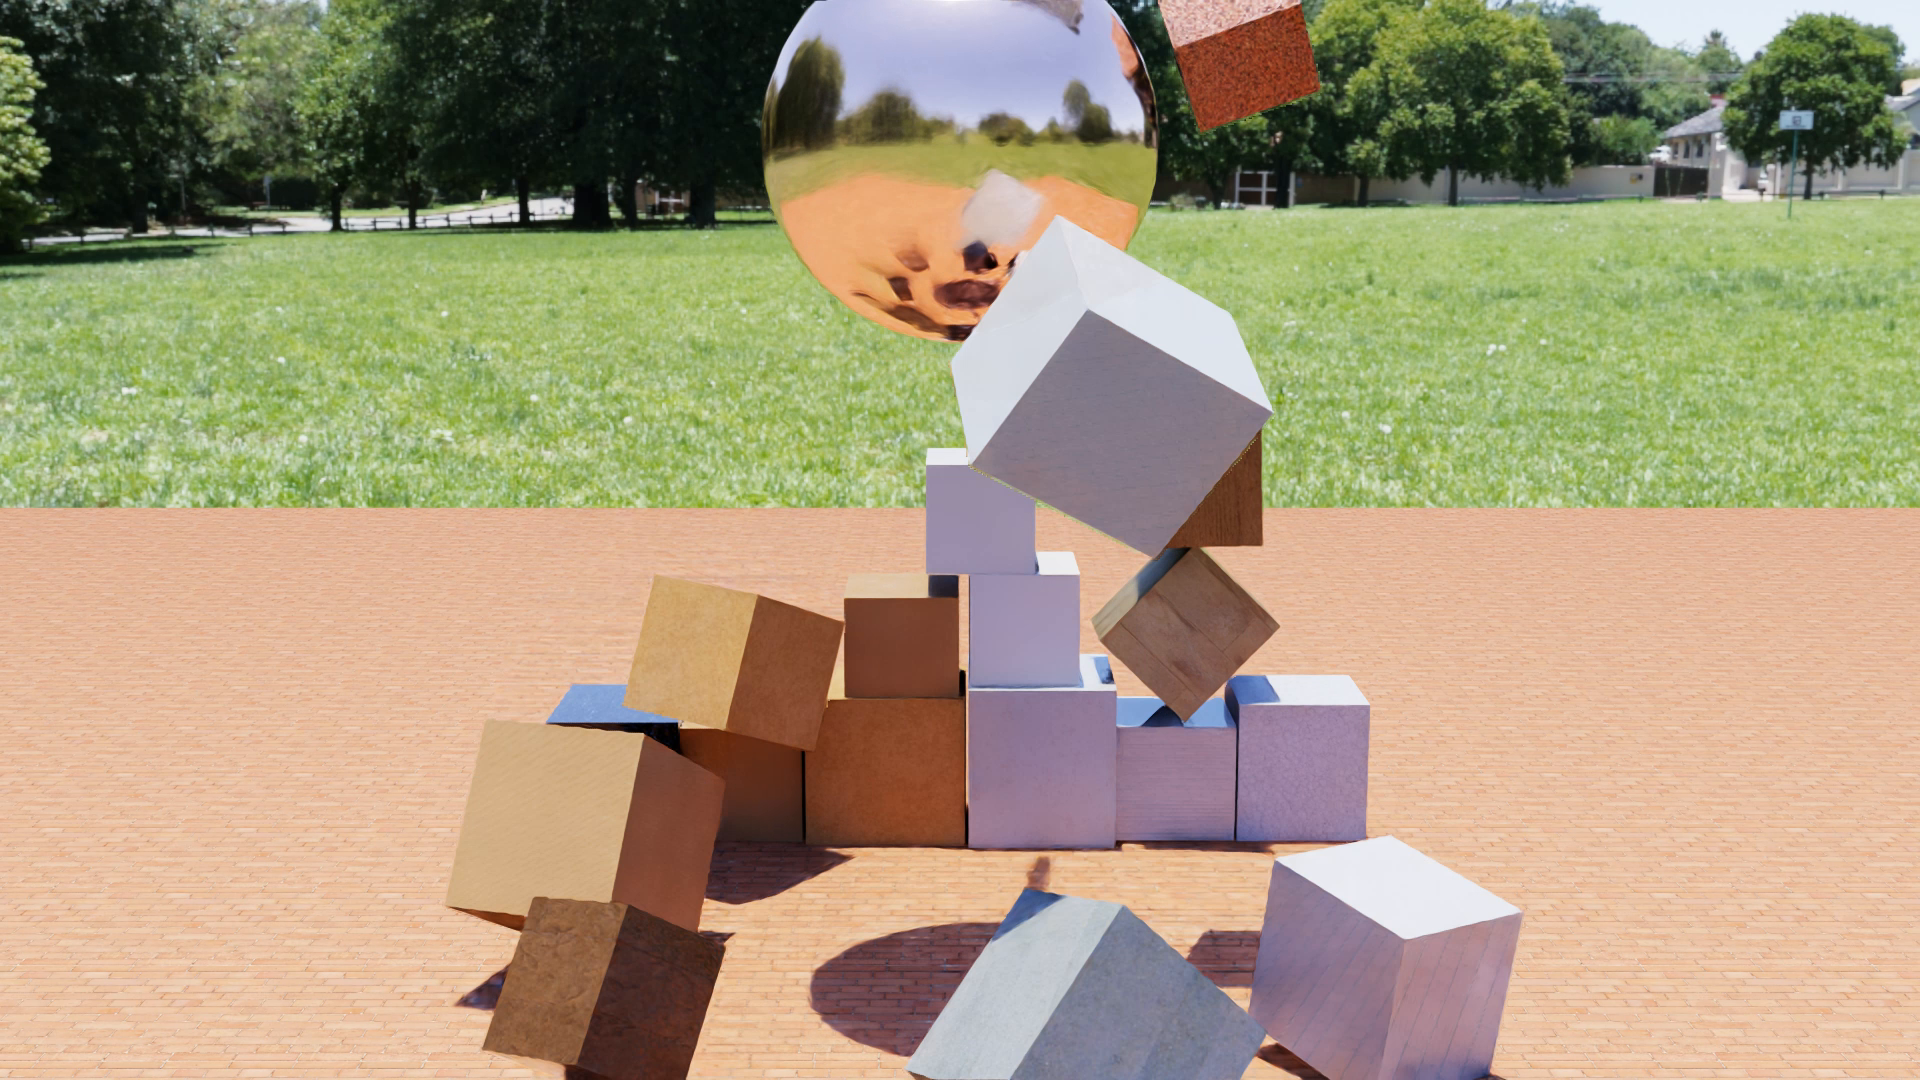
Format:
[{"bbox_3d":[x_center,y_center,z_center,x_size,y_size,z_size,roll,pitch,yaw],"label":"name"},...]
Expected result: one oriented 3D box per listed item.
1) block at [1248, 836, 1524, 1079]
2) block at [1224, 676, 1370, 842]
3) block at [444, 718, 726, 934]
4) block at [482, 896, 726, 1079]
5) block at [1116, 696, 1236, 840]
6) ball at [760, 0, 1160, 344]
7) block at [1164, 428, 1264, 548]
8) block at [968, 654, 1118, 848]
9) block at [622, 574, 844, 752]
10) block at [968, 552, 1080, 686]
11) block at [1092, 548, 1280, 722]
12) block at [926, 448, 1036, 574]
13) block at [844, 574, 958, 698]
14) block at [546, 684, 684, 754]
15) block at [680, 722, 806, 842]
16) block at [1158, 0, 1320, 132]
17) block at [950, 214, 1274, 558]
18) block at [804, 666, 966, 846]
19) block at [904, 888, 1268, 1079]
[{"bbox_3d":[1.605,1.624,8.366,0.617,0.690,0.702,-5,20,-34],"label":"block"},{"bbox_3d":[1.730,1.123,11.397,0.656,0.714,0.621,0,10,0],"label":"block"},{"bbox_3d":[-1.574,1.284,9.385,0.737,0.790,0.880,3,-18,19],"label":"block"},{"bbox_3d":[-1.290,1.664,7.991,0.575,0.577,0.482,-5,-29,44],"label":"block"},{"bbox_3d":[1.088,1.178,11.405,0.603,0.594,0.630,0,10,0],"label":"block"},{"bbox_3d":[0.000,-1.593,8.823,1.600,1.600,1.600,0,10,0],"label":"ball"},{"bbox_3d":[1.190,-0.308,11.090,0.629,0.601,0.613,-1,9,5],"label":"block"},{"bbox_3d":[0.411,1.077,11.363,0.736,0.815,0.785,0,10,0],"label":"block"},{"bbox_3d":[-1.087,0.597,10.625,0.641,0.646,0.713,9,-7,34],"label":"block"},{"bbox_3d":[0.321,0.397,11.238,0.545,0.568,0.607,0,10,-1],"label":"block"},{"bbox_3d":[1.149,0.426,11.304,0.606,0.684,0.576,44,6,-7],"label":"block"},{"bbox_3d":[0.103,-0.153,11.143,0.541,0.548,0.589,0,10,0],"label":"block"},{"bbox_3d":[-0.292,0.481,11.263,0.573,0.509,0.623,0,10,0],"label":"block"},{"bbox_3d":[-1.736,1.156,11.402,0.658,0.645,0.791,0,10,0],"label":"block"},{"bbox_3d":[-1.100,1.183,11.408,0.610,0.592,0.624,0,10,0],"label":"block"},{"bbox_3d":[1.138,-2.100,9.094,0.527,0.438,0.536,-18,-33,9],"label":"block"},{"bbox_3d":[0.497,-0.523,7.487,0.756,0.666,0.689,26,27,-22],"label":"block"},{"bbox_3d":[-0.373,1.104,11.376,0.802,0.757,0.697,0,10,0],"label":"block"},{"bbox_3d":[0.407,1.666,7.175,0.729,0.694,0.654,-54,19,-20],"label":"block"}]
